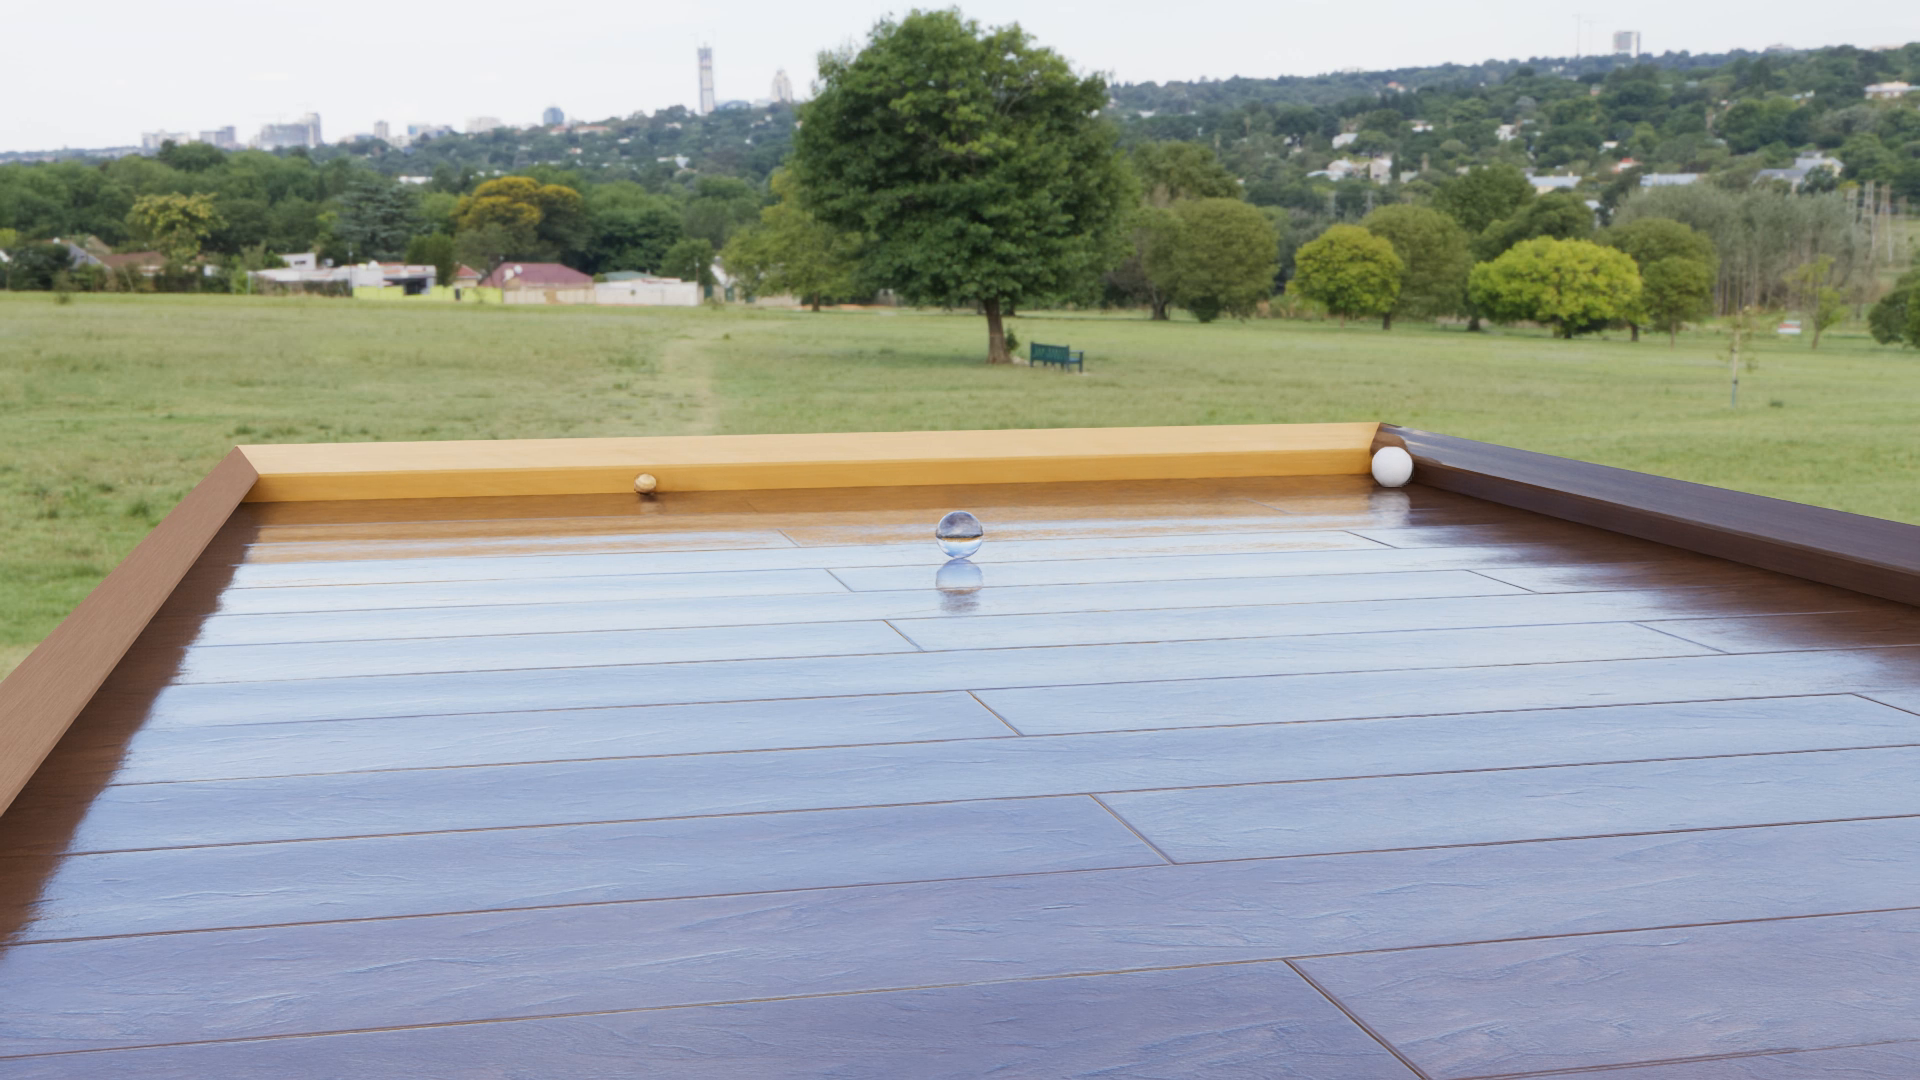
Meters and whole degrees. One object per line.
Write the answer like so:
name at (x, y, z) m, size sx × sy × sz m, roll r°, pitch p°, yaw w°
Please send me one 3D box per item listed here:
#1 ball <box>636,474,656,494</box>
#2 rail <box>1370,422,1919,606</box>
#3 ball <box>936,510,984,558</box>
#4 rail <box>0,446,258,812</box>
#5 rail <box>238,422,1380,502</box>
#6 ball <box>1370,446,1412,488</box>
ball at (-0.653, -0.116, 4.573) m, size 0.045 × 0.045 × 0.045 m, roll 0°, pitch 8°, yaw 0°
rail at (1.434, 0.080, 2.860) m, size 0.045 × 0.114 × 4.408 m, roll -2°, pitch 8°, yaw -13°
ball at (-0.001, -0.009, 3.653) m, size 0.079 × 0.079 × 0.079 m, roll 0°, pitch 8°, yaw 0°
rail at (-0.930, 0.155, 2.310) m, size 0.045 × 0.114 × 4.408 m, roll -2°, pitch 8°, yaw -13°
rail at (-0.246, -0.168, 4.689) m, size 2.476 × 0.114 × 0.045 m, roll -2°, pitch 8°, yaw -13°
ball at (0.926, -0.158, 4.715) m, size 0.088 × 0.088 × 0.088 m, roll 0°, pitch 8°, yaw 0°
